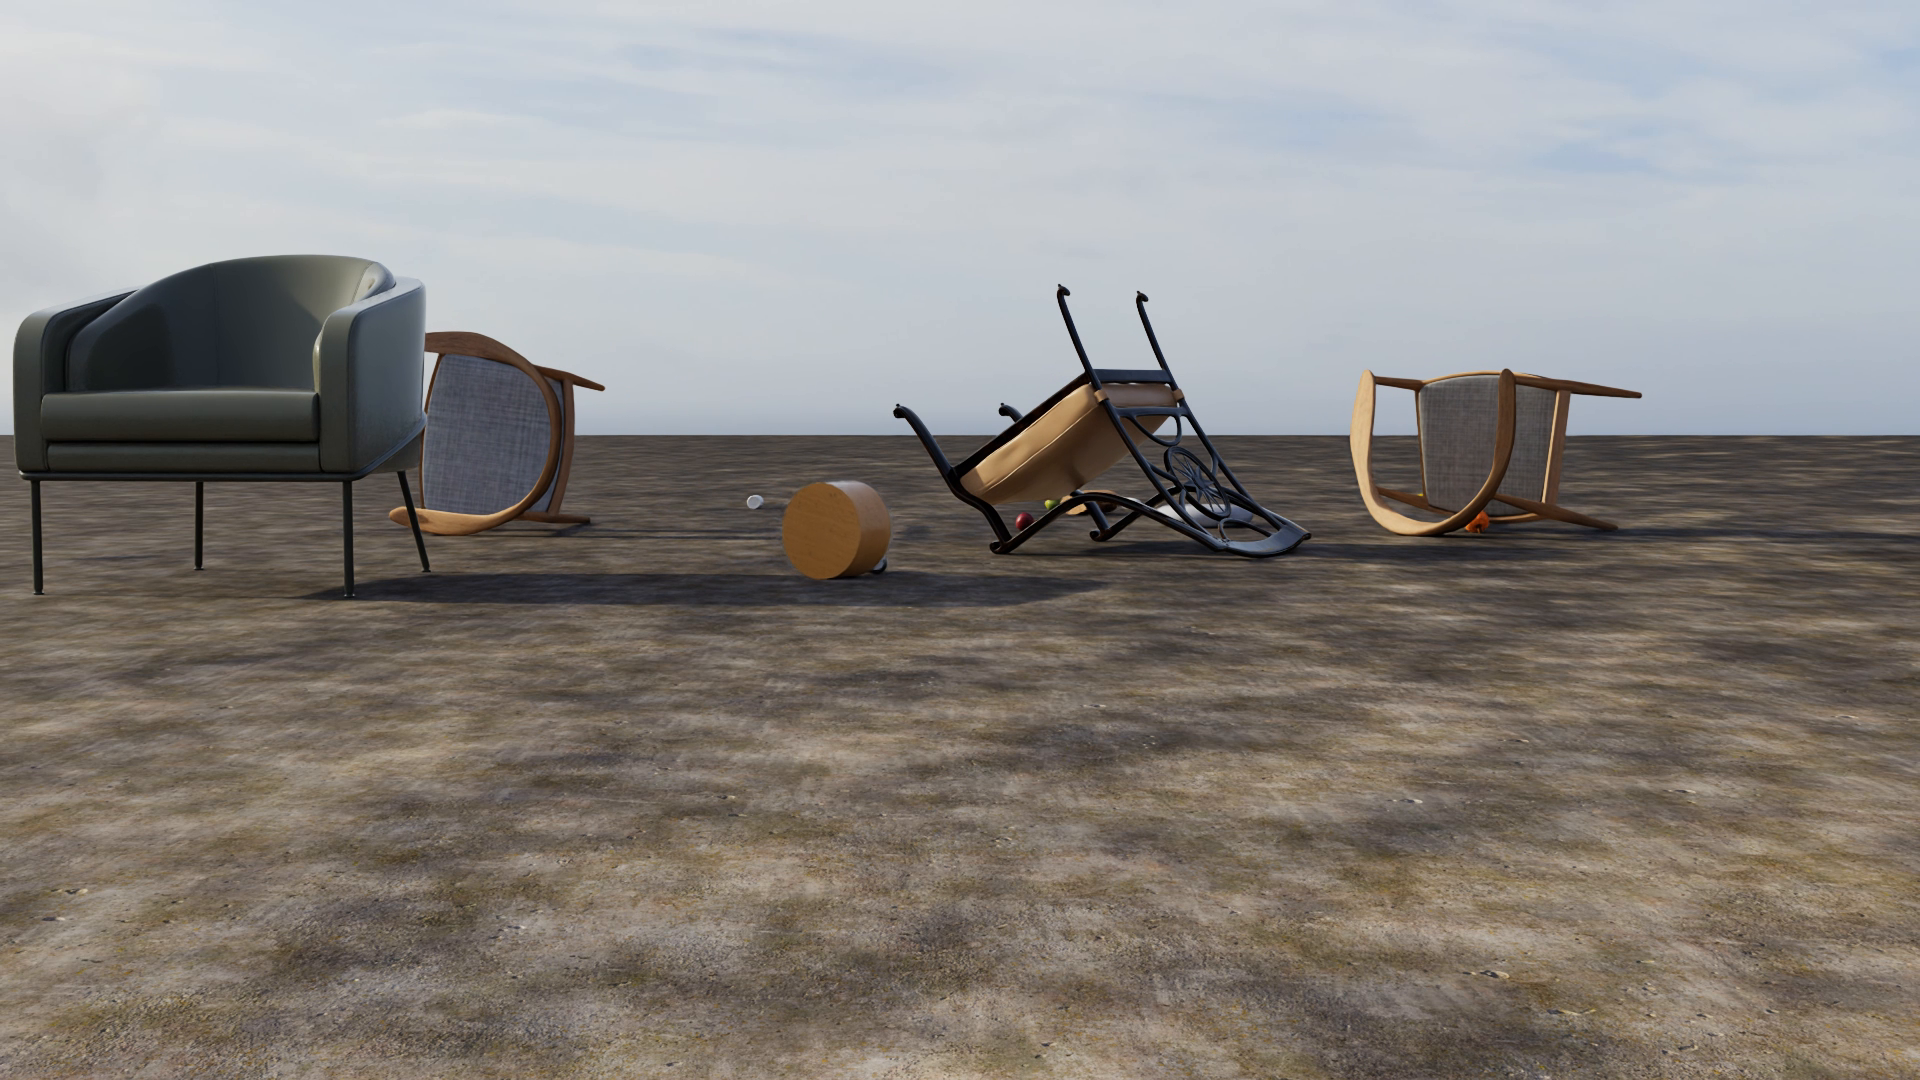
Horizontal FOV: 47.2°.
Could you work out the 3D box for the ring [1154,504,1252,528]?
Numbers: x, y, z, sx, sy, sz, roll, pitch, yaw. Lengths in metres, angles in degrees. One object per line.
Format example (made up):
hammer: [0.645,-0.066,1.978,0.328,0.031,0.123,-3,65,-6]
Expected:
ring: [0.797,-0.079,7.192,0.322,0.072,0.234,0,3,-2]

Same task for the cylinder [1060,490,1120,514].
cylinder: [0.469,-0.136,7.918,0.163,0.081,0.142,-4,-3,-43]

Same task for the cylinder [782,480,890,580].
cylinder: [-0.294,-0.025,5.234,0.221,0.230,0.133,20,13,28]
